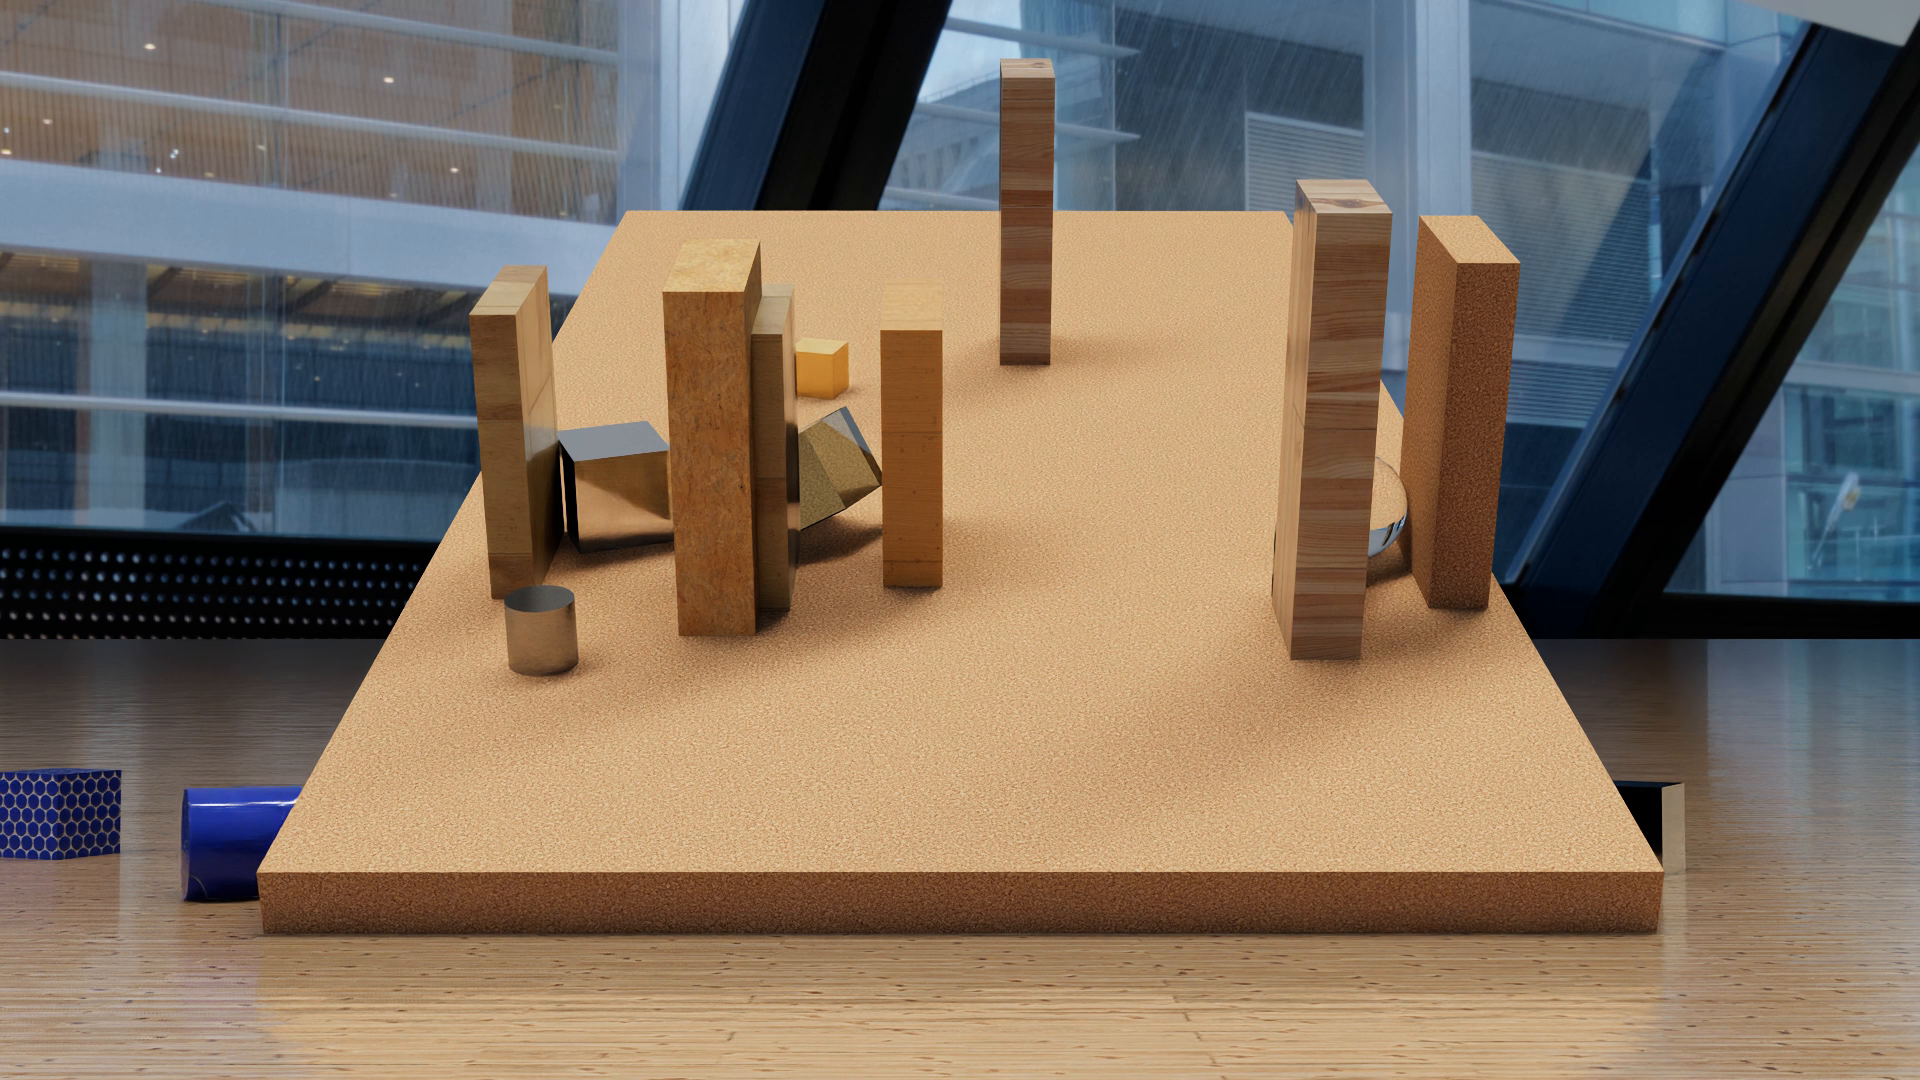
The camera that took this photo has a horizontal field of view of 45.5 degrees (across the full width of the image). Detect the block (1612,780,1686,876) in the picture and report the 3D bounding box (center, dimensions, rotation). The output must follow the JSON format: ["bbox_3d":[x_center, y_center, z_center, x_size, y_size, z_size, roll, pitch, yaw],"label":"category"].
[{"bbox_3d":[1.211,0.520,4.144,0.158,0.158,0.158,-1,-3,31],"label":"block"}]

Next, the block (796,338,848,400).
[{"bbox_3d":[-0.327,-0.396,5.294,0.109,0.109,0.109,6,22,16],"label":"block"}]

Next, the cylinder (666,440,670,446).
[{"bbox_3d":[-0.495,-0.107,4.480,0.163,0.163,0.163,-1,20,0],"label":"cylinder"}]

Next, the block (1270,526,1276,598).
[{"bbox_3d":[0.654,0.021,4.200,0.142,0.142,0.142,6,22,14],"label":"block"}]

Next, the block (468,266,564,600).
[{"bbox_3d":[-0.812,-0.203,4.224,0.080,0.536,0.335,0,22,0],"label":"block"}]

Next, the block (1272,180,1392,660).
[{"bbox_3d":[0.626,-0.201,3.895,0.120,0.780,0.240,0,22,0],"label":"block"}]

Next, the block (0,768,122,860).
[{"bbox_3d":[-1.753,0.530,4.451,0.162,0.162,0.162,-1,-3,24],"label":"block"}]

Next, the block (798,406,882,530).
[{"bbox_3d":[-0.284,-0.131,4.456,0.169,0.169,0.169,-24,7,32],"label":"block"}]

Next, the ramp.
[{"bbox_3d":[-0.006,-0.219,5.131,2.000,0.100,4.000,0,22,0],"label":"ramp"}]

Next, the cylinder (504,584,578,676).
[{"bbox_3d":[-0.711,0.154,3.891,0.118,0.118,0.118,0,22,0],"label":"cylinder"}]

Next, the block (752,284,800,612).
[{"bbox_3d":[-0.346,-0.173,4.174,0.080,0.518,0.329,0,22,0],"label":"block"}]

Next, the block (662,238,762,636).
[{"bbox_3d":[-0.426,-0.186,4.065,0.134,0.623,0.353,0,22,0],"label":"block"}]

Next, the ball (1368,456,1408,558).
[{"bbox_3d":[0.743,-0.065,4.333,0.205,0.205,0.205,0,-2,0],"label":"ball"}]

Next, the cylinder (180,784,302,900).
[{"bbox_3d":[-1.172,0.493,3.744,0.180,0.180,0.180,1,-3,-23],"label":"cylinder"}]

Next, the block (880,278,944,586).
[{"bbox_3d":[-0.087,-0.207,4.299,0.110,0.491,0.351,0,22,0],"label":"block"}]

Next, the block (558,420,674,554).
[{"bbox_3d":[-0.671,-0.105,4.449,0.187,0.187,0.187,-8,23,-20],"label":"block"}]

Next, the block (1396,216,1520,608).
[{"bbox_3d":[0.900,-0.238,4.179,0.107,0.639,0.342,0,22,0],"label":"block"}]

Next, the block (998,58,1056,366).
[{"bbox_3d":[0.157,-0.787,5.497,0.122,0.688,0.254,0,22,0],"label":"block"}]
